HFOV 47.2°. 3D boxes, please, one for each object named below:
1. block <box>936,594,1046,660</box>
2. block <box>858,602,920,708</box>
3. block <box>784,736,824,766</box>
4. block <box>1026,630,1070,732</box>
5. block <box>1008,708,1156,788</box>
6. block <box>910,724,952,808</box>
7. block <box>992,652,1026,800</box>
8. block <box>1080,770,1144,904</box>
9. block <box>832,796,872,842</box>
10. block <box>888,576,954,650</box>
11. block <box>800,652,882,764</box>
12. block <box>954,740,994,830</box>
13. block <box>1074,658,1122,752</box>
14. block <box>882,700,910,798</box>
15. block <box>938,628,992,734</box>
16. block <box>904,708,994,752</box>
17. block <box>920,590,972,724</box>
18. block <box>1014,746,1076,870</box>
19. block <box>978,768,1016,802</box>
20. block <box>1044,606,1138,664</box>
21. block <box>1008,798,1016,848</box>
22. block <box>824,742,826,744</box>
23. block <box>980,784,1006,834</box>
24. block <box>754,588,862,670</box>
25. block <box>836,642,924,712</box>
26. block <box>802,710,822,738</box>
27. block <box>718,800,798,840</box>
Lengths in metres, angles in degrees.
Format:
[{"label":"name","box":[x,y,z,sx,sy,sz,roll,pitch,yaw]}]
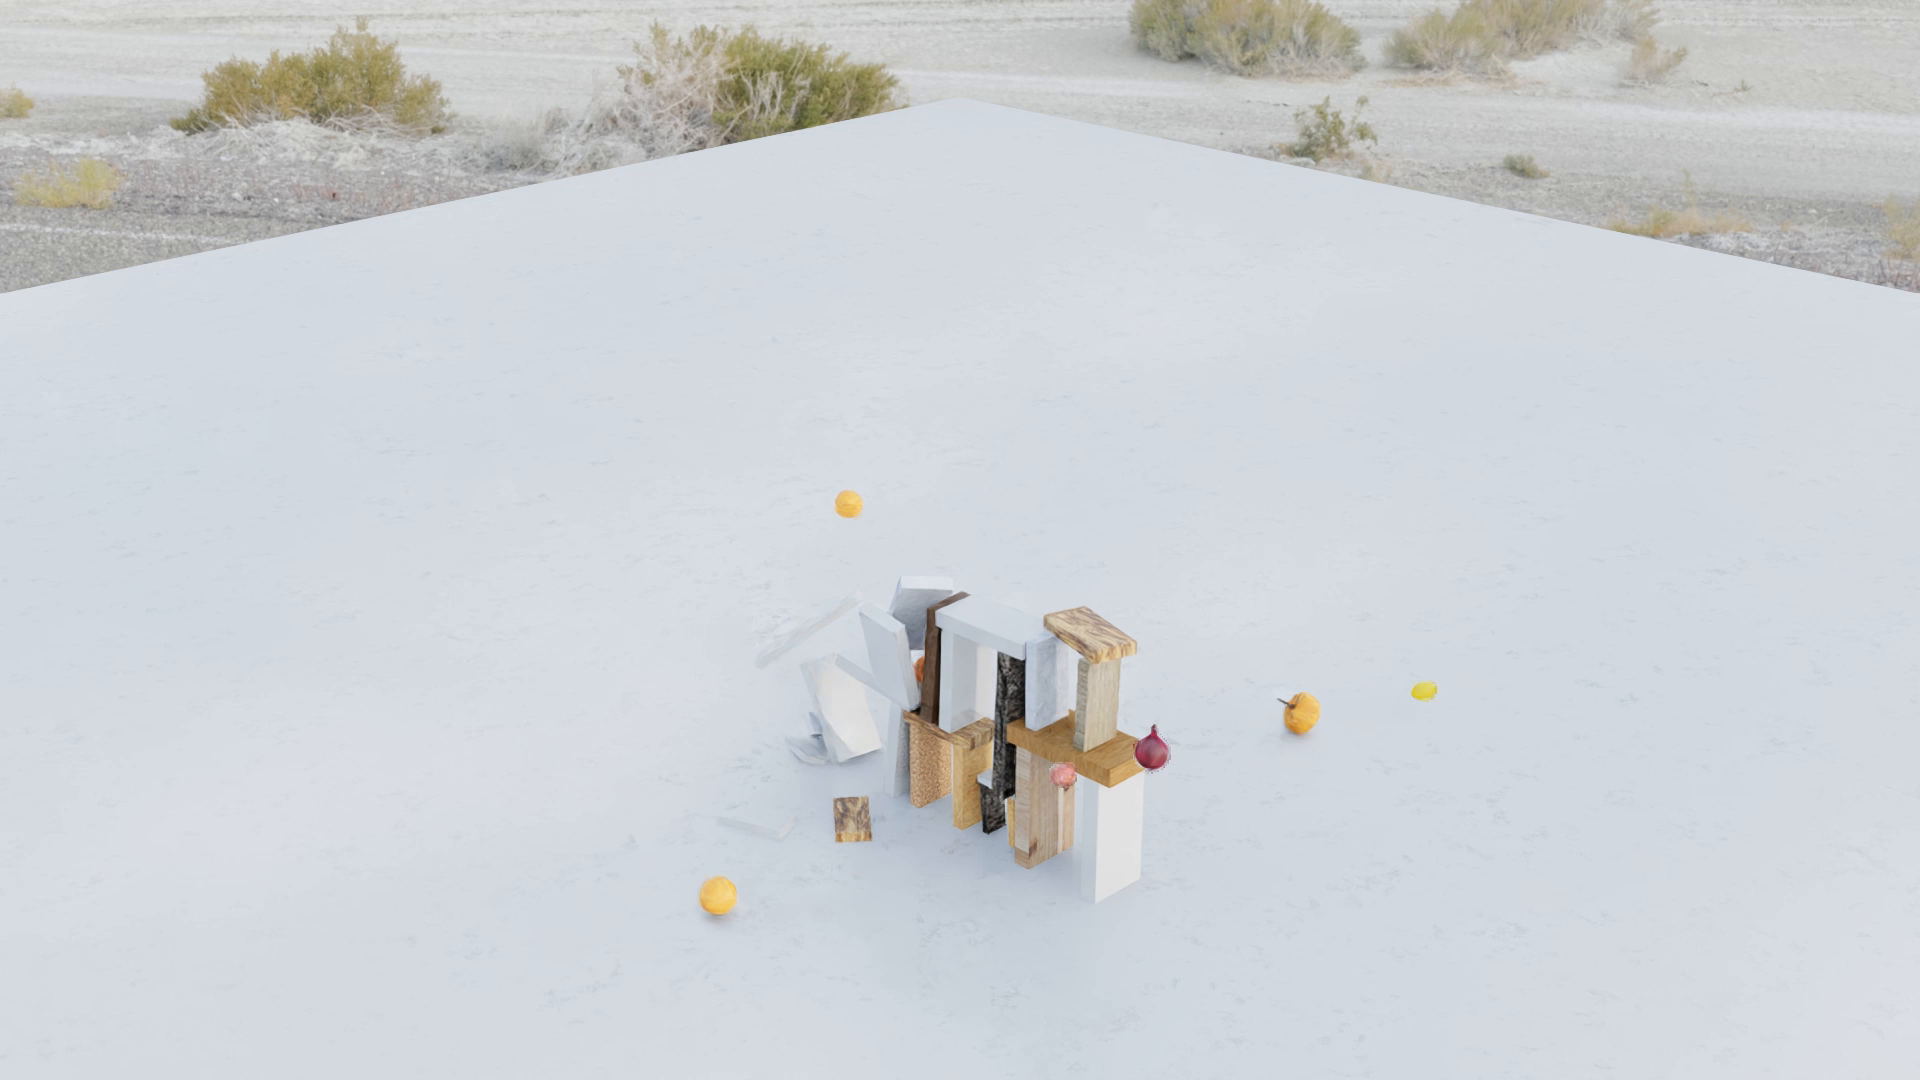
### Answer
[{"label":"block","box":[0.073,0.165,4.212,0.224,0.032,0.112,20,30,39]},{"label":"block","box":[-0.138,0.228,4.327,0.029,0.208,0.104,-36,46,-26]},{"label":"block","box":[-0.330,0.446,4.665,0.051,0.014,0.102,15,13,-33]},{"label":"block","box":[0.165,0.261,4.154,0.026,0.183,0.091,21,31,41]},{"label":"block","box":[0.228,0.384,4.144,0.259,0.037,0.130,21,31,40]},{"label":"block","box":[-0.059,0.444,4.476,0.026,0.185,0.093,21,31,41]},{"label":"block","box":[0.116,0.342,4.240,0.032,0.315,0.112,24,33,39]},{"label":"block","box":[0.288,0.544,4.146,0.130,0.259,0.037,-21,31,-41]},{"label":"block","box":[-0.216,0.560,4.414,0.072,0.020,0.143,-2,23,-5]},{"label":"block","box":[-0.088,0.147,4.378,0.104,0.208,0.029,3,51,-15]},{"label":"block","box":[-0.253,0.352,4.667,0.111,0.222,0.031,-17,-2,-34]},{"label":"block","box":[0.028,0.479,4.395,0.026,0.185,0.093,21,31,41]},{"label":"block","box":[0.255,0.294,4.074,0.026,0.183,0.091,23,31,40]},{"label":"block","box":[-0.099,0.410,4.507,0.111,0.222,0.031,-21,38,-41]},{"label":"block","box":[0.012,0.258,4.322,0.032,0.224,0.112,24,33,39]},{"label":"block","box":[-0.015,0.364,4.394,0.185,0.026,0.093,21,31,41]},{"label":"block","box":[-0.027,0.232,4.349,0.029,0.250,0.104,23,32,33]},{"label":"block","box":[0.166,0.496,4.259,0.130,0.259,0.037,-21,31,-41]},{"label":"block","box":[0.091,0.480,4.332,0.053,0.015,0.106,-21,34,-41]},{"label":"block","box":[0.241,0.175,4.087,0.091,0.026,0.183,-11,25,-26]},{"label":"block","box":[0.119,0.547,4.334,0.053,0.106,0.015,-21,29,-41]},{"label":"block","box":[-0.240,0.423,4.745,0.051,0.014,0.102,18,29,36]},{"label":"block","box":[0.067,0.527,4.382,0.053,0.106,0.015,-21,26,-41]},{"label":"block","box":[-0.345,0.202,5.014,0.281,0.020,0.072,-34,13,12]},{"label":"block","box":[-0.138,0.273,4.489,0.111,0.031,0.222,-21,37,-40]},{"label":"block","box":[-0.315,0.395,4.707,0.014,0.051,0.102,-20,-10,4]},{"label":"block","box":[-0.407,0.560,4.415,0.143,0.020,0.072,11,25,23]}]
